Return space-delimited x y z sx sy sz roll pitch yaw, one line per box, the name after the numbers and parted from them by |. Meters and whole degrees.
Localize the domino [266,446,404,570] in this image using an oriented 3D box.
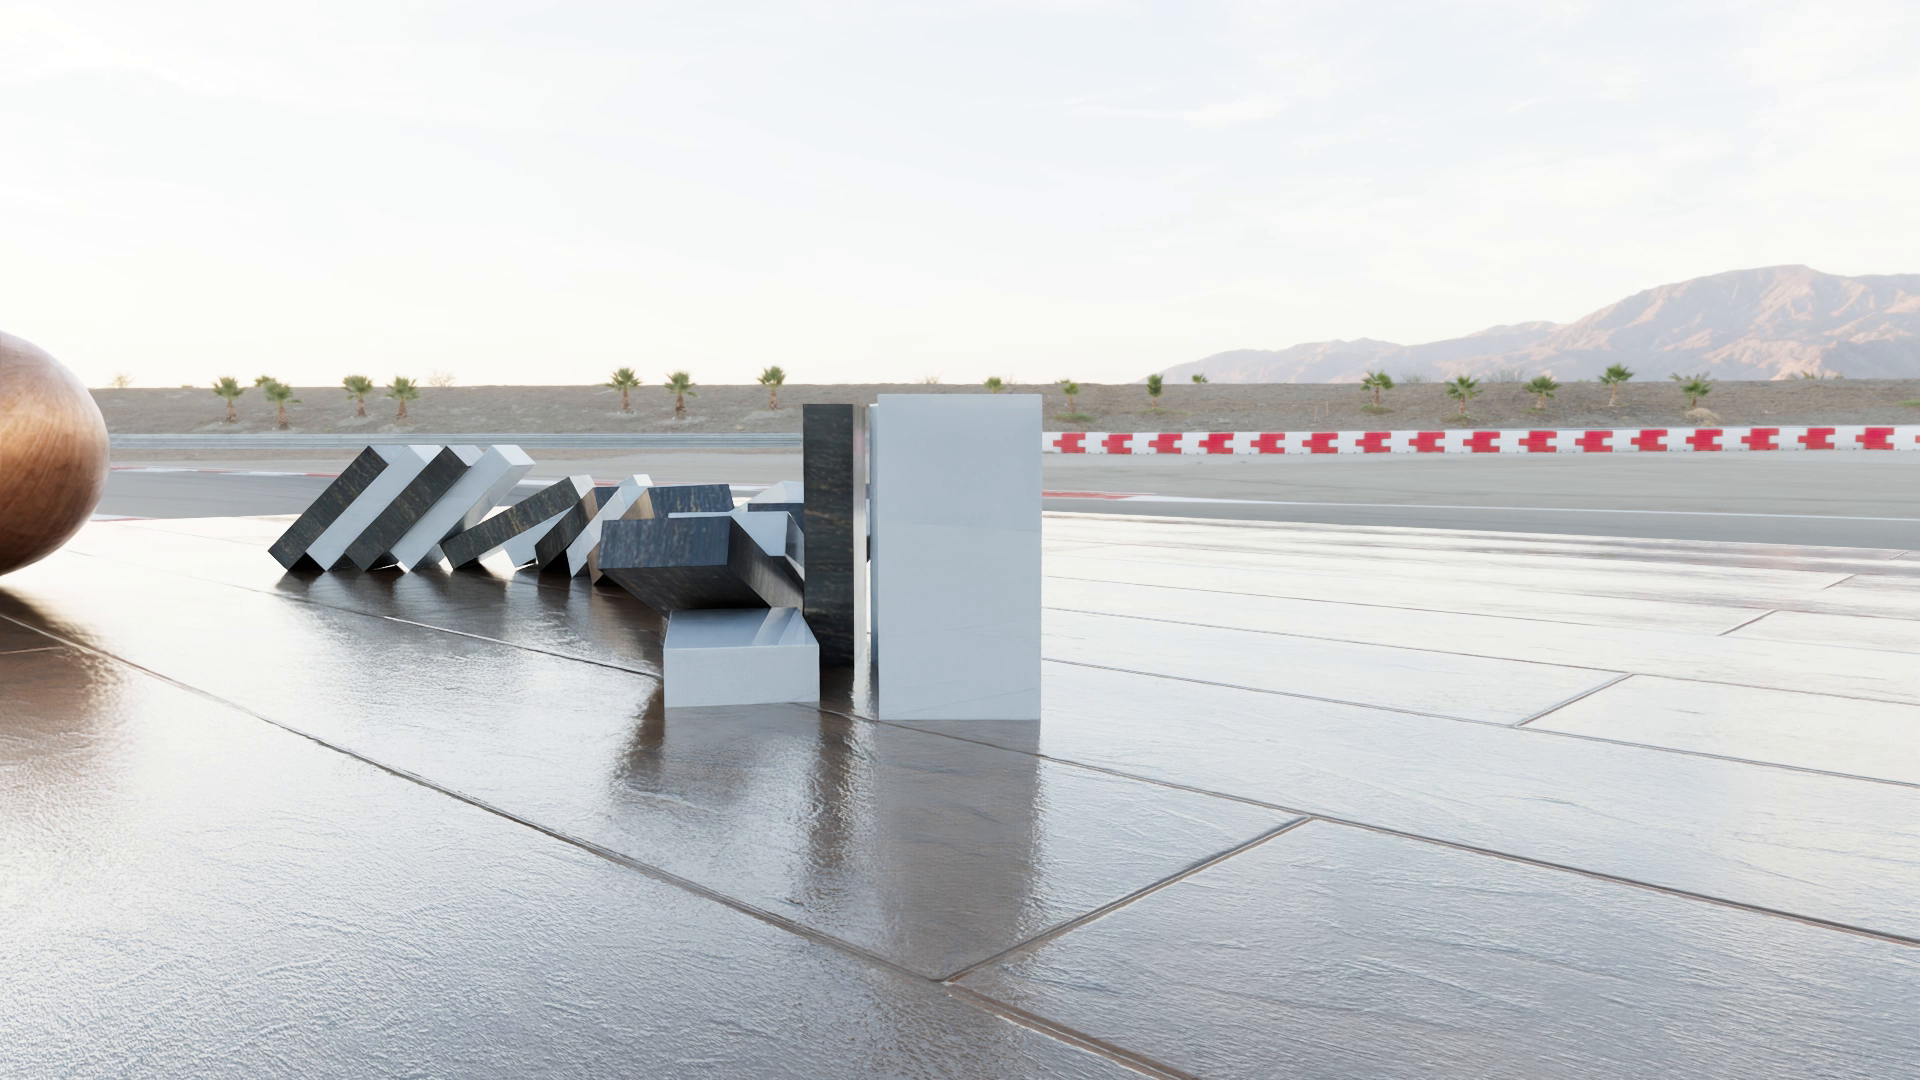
-0.211 -0.012 0.441 0.050 0.009 0.025 -45 3 3 | domino

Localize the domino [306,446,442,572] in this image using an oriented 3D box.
-0.198 -0.011 0.440 0.050 0.009 0.025 -45 3 3 | domino

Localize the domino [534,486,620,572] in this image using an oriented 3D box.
-0.116 -0.003 0.417 0.025 0.009 0.050 -4 -19 -41 | domino

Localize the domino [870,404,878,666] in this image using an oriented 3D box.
-0.004 -0.001 0.248 0.025 0.050 0.009 -2 5 -27 | domino

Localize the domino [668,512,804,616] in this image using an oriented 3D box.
-0.045 0.007 0.284 0.025 0.010 0.050 -1 -19 6 | domino

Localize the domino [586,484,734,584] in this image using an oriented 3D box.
-0.089 -0.001 0.378 0.025 0.009 0.050 -5 -20 -38 | domino

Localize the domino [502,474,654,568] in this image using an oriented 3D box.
-0.131 -0.007 0.447 0.050 0.010 0.025 -28 4 -1 | domino

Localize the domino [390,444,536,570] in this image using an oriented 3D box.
-0.171 -0.012 0.442 0.010 0.050 0.025 45 3 -3 | domino

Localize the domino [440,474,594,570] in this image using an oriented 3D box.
-0.152 -0.007 0.447 0.050 0.010 0.025 -27 4 1 | domino

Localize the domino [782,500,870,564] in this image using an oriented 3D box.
-0.038 0.003 0.336 0.025 0.009 0.050 -1 -19 -18 | domino

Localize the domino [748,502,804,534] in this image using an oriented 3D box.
-0.037 0.005 0.309 0.025 0.010 0.050 0 -20 -4 | domino

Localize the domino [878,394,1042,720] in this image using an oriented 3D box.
0.000 0.002 0.201 0.025 0.050 0.009 0 4 0 | domino

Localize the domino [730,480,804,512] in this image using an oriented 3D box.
-0.060 -0.002 0.373 0.050 0.010 0.025 -27 -15 28 | domino

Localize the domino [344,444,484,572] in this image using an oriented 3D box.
-0.184 -0.011 0.438 0.050 0.009 0.025 -45 3 3 | domino

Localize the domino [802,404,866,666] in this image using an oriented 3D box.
-0.025 -0.002 0.256 0.010 0.050 0.025 0 4 1 | domino

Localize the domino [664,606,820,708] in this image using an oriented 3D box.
-0.040 0.020 0.234 0.025 0.009 0.050 -1 4 -11 | domino

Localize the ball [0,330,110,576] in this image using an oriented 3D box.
-0.307 -0.027 0.392 0.080 0.080 0.080 0 4 0 | ball

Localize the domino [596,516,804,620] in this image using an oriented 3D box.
-0.051 0.008 0.260 0.025 0.009 0.050 -2 -19 9 | domino

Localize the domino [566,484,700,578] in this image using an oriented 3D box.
-0.101 -0.002 0.398 0.025 0.009 0.050 -4 -20 -38 | domino

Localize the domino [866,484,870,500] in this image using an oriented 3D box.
-0.040 -0.001 0.365 0.050 0.010 0.025 -28 -15 29 | domino
